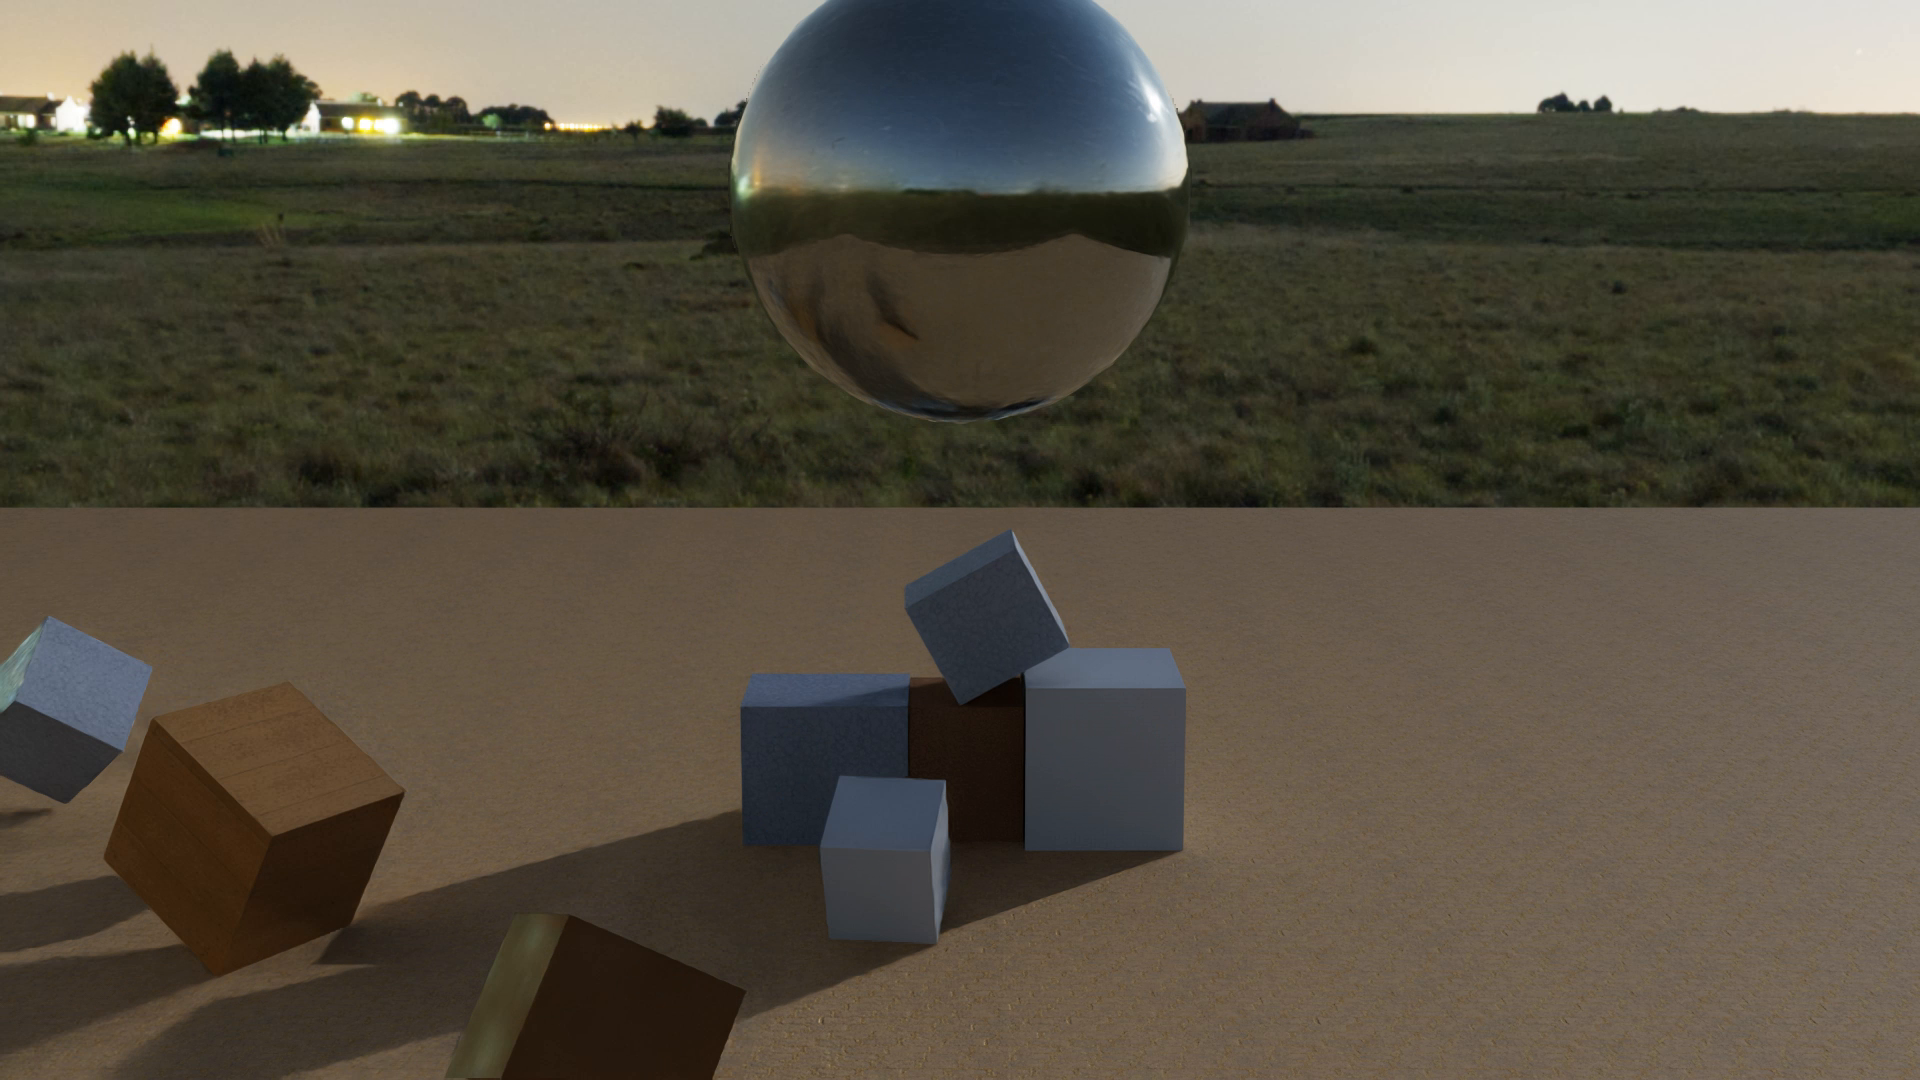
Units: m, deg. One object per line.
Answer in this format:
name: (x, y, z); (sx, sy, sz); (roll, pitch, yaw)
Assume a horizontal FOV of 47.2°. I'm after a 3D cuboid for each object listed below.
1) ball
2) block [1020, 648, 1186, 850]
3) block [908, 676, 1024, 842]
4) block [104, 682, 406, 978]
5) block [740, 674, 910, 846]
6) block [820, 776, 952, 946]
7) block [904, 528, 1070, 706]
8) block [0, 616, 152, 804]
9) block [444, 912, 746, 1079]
ball: (0.000, -1.207, 7.666); (1.600, 1.600, 1.600); (0, 10, 0)
block: (0.721, 1.066, 11.364); (0.792, 0.837, 0.871); (0, 10, 0)
block: (0.029, 1.128, 11.395); (0.578, 0.703, 0.631); (0, 10, 0)
block: (-3.091, 1.249, 9.634); (0.813, 0.799, 0.742); (38, 26, 21)
block: (-0.681, 1.124, 11.373); (0.836, 0.720, 0.693); (0, 10, -1)
block: (-0.323, 1.428, 9.828); (0.485, 0.528, 0.507); (1, 31, 8)
block: (0.133, 0.387, 11.257); (0.631, 0.572, 0.569); (-28, 10, 4)
block: (-4.772, 0.906, 11.631); (0.599, 0.570, 0.647); (33, -52, -29)
block: (-1.185, 1.605, 7.118); (0.645, 0.584, 0.579); (29, -20, -22)
